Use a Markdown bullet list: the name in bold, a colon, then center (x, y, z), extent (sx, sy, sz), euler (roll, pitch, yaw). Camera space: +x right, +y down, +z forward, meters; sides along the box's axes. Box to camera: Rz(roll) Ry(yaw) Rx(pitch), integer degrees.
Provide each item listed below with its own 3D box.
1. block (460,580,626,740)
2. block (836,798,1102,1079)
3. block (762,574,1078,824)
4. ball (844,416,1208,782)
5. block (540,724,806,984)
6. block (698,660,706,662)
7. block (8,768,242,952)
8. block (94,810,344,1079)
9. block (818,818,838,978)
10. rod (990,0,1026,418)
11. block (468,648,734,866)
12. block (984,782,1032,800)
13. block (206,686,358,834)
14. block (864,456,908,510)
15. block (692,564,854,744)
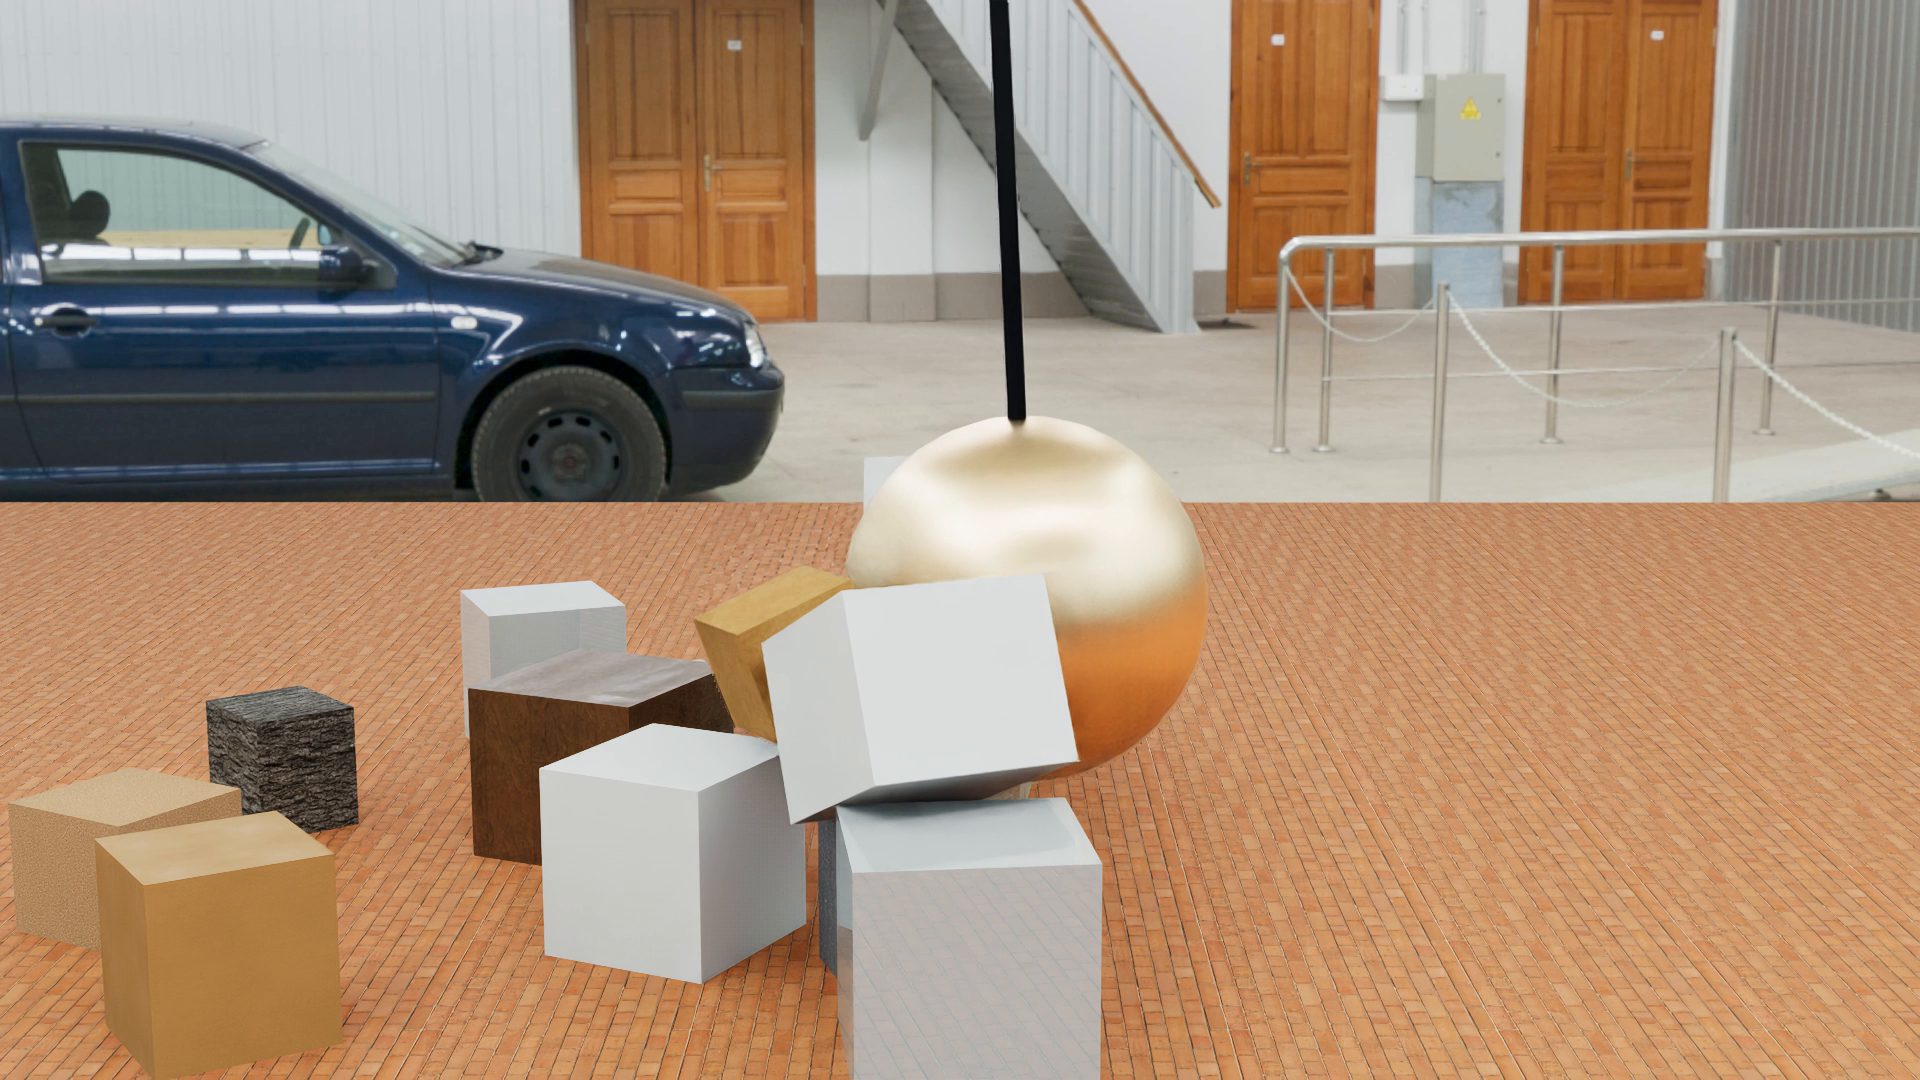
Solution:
- **block**: center (-2.195, 0.694, 13.530), extent (0.713, 0.794, 0.717), euler (-4, 11, -22)
- **block**: center (0.014, 1.456, 9.242), extent (0.860, 0.829, 0.831), euler (-1, 10, -7)
- **block**: center (-0.170, 0.613, 9.797), extent (0.828, 0.721, 0.869), euler (-5, -13, -26)
- **ball**: center (0.284, 0.254, 11.227), extent (1.600, 1.600, 1.600), euler (0, 10, 0)
- **block**: center (-1.159, 1.258, 10.476), extent (0.745, 0.778, 0.813), euler (5, 12, 26)
- **block**: center (-1.487, 0.896, 13.467), extent (0.471, 0.419, 0.409), euler (-6, 12, -29)
- **block**: center (-3.466, 1.332, 10.703), extent (0.662, 0.550, 0.643), euler (6, 12, 30)
- **block**: center (-2.728, 1.474, 9.436), extent (0.683, 0.723, 0.659), euler (-7, 12, -32)
- **block**: center (-0.164, 1.408, 10.048), extent (0.622, 0.635, 0.691), euler (-3, 11, -18)
- **rod**: center (0.123, -3.087, 10.619), extent (0.080, 5.200, 0.080), euler (-3, 10, 0)
- **block**: center (-1.637, 1.009, 11.825), extent (0.848, 0.783, 0.902), euler (5, 11, 25)
- **block**: center (-0.073, 0.801, 12.581), extent (0.820, 0.922, 0.911), euler (1, 10, 6)
- **block**: center (-3.215, 1.054, 12.170), extent (0.486, 0.571, 0.561), euler (-8, 13, -39)
- **block**: center (-0.065, -0.075, 13.121), extent (0.622, 0.682, 0.618), euler (1, 0, -37)
- **block**: center (-0.689, 0.461, 10.480), extent (0.531, 0.489, 0.475), euler (-26, 18, -22)
